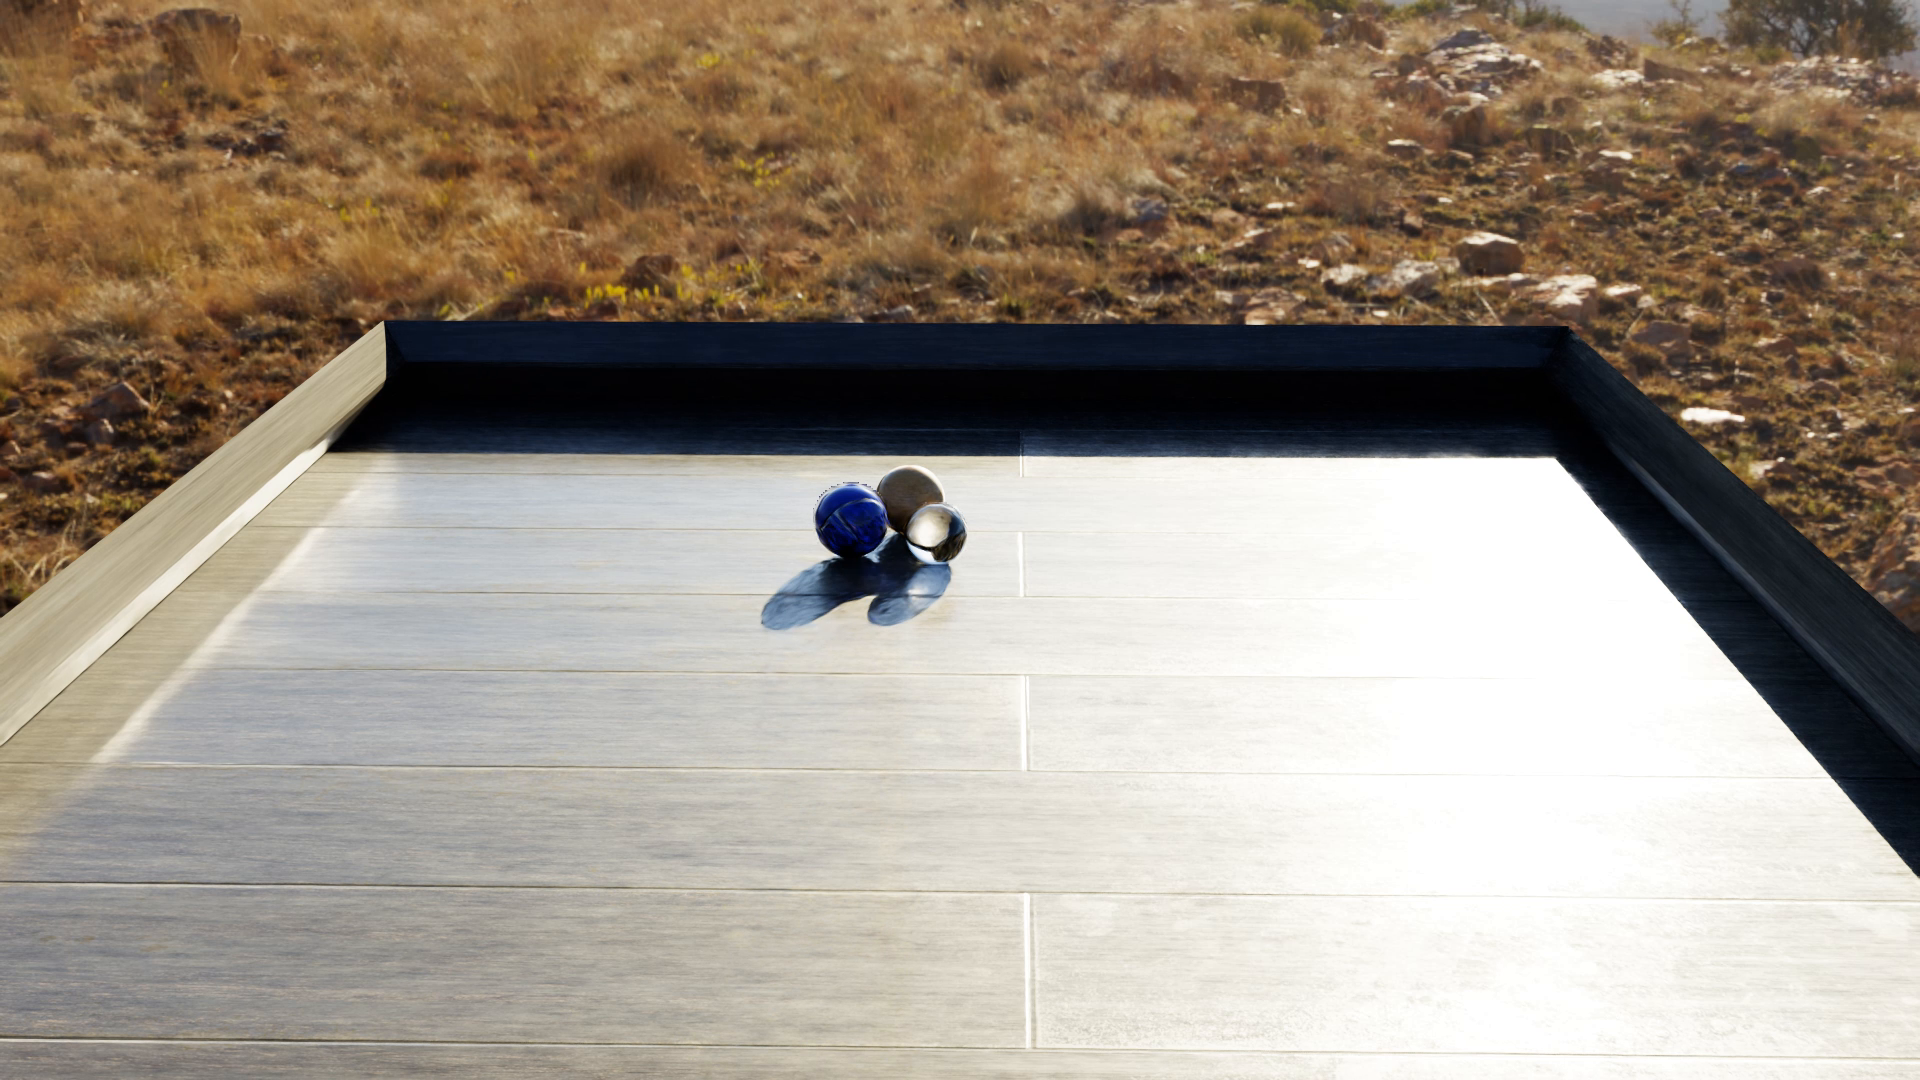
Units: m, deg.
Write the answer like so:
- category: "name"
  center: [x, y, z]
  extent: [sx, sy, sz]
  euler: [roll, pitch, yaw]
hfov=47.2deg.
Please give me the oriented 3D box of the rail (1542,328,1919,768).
- category: "rail"
  center: [0.882, 0.252, 1.785]
  extent: [0.045, 0.117, 3.449]
  euler: [0, 18, 1]

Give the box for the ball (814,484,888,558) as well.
- category: "ball"
  center: [-0.133, -0.023, 2.687]
  extent: [0.090, 0.090, 0.090]
  euler: [0, 18, 0]

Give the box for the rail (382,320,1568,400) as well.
- category: "rail"
  center: [0.018, -0.274, 3.422]
  extent: [1.849, 0.117, 0.045]
  euler: [0, 18, 1]

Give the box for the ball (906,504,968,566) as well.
- category: "ball"
  center: [-0.028, -0.006, 2.660]
  extent: [0.075, 0.075, 0.075]
  euler: [0, 18, 0]

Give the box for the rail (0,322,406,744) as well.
- category: "rail"
  center: [-0.919, 0.240, 1.822]
  extent: [0.045, 0.117, 3.449]
  euler: [0, 18, 1]

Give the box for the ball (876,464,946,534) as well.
- category: "ball"
  center: [-0.063, -0.051, 2.776]
  extent: [0.089, 0.089, 0.089]
  euler: [0, 18, 0]
